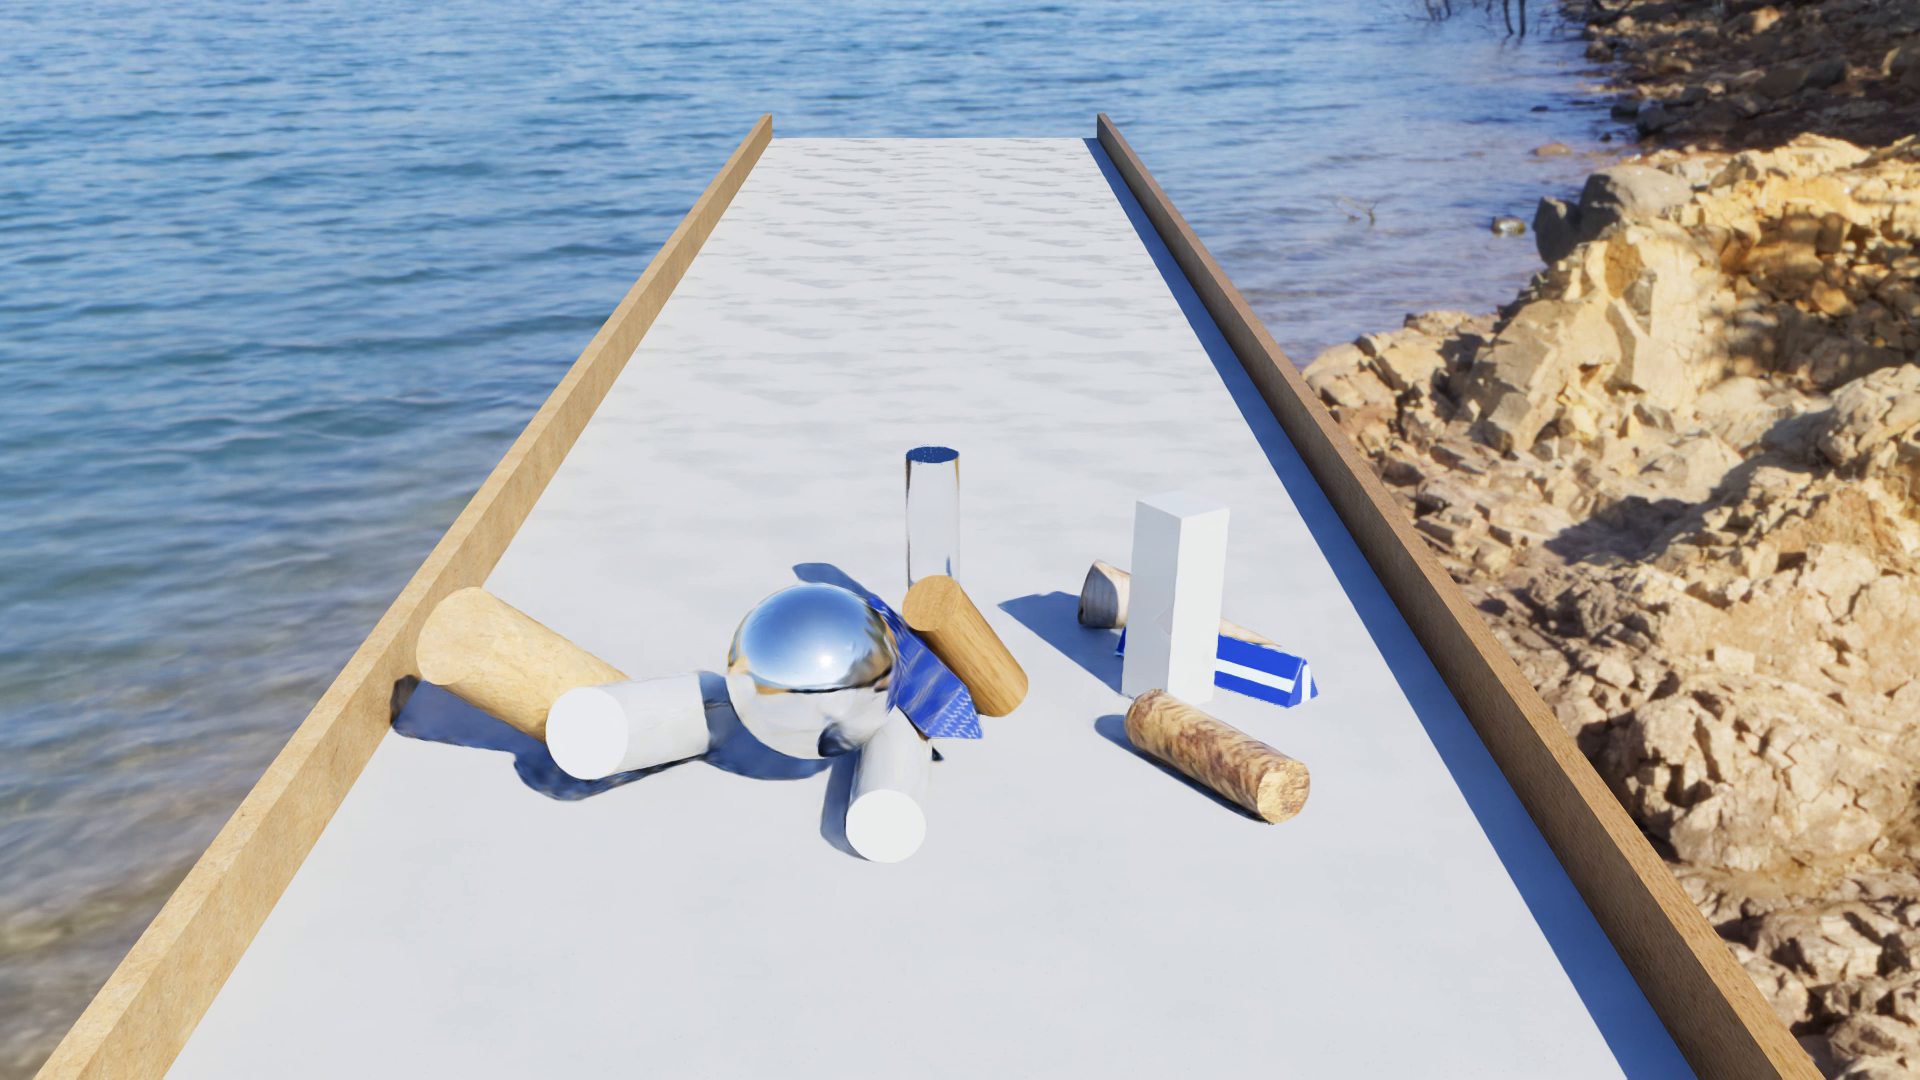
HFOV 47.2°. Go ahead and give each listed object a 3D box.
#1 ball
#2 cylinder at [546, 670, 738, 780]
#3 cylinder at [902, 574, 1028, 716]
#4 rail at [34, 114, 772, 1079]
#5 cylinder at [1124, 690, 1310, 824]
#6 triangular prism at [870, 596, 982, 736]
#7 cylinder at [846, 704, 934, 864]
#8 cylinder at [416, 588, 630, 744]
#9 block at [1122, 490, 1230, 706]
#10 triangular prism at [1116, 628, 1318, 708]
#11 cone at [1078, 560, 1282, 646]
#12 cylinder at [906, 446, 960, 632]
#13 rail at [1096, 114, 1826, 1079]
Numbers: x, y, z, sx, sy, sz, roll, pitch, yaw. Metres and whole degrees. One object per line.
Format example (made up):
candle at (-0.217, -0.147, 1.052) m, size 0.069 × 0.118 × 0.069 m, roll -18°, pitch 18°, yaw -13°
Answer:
ball at (-0.245, 0.219, 3.675) m, size 0.295 × 0.295 × 0.295 m, roll 0°, pitch 17°, yaw 0°
cylinder at (-0.532, 0.309, 3.742) m, size 0.151 × 0.151 × 0.418 m, roll 6°, pitch 2°, yaw 19°
cylinder at (0.013, 0.196, 4.009) m, size 0.115 × 0.335 × 0.115 m, roll -12°, pitch 55°, yaw 18°
rail at (-1.118, -0.838, 7.780) m, size 0.050 × 0.150 × 12.000 m, roll 0°, pitch 17°, yaw -1°
cylinder at (0.439, 0.368, 3.792) m, size 0.112 × 0.112 × 0.383 m, roll -9°, pitch 19°, yaw -29°
triangular prism at (-0.083, 0.216, 3.891) m, size 0.108 × 0.093 × 0.427 m, roll 4°, pitch 18°, yaw -25°
cylinder at (-0.114, 0.389, 3.695) m, size 0.127 × 0.127 × 0.451 m, roll 0°, pitch 17°, yaw 1°
cylinder at (-0.738, 0.237, 3.782) m, size 0.176 × 0.176 × 0.376 m, roll 13°, pitch -17°, yaw 38°
block at (0.405, 0.115, 4.142) m, size 0.123 × 0.390 × 0.123 m, roll -13°, pitch 25°, yaw -36°
triangular prism at (0.500, 0.223, 4.317) m, size 0.426 × 0.086 × 0.099 m, roll 16°, pitch 23°, yaw 42°
cone at (0.468, 0.163, 4.555) m, size 0.424 × 0.142 × 0.142 m, roll 16°, pitch 21°, yaw 17°
cylinder at (-0.053, 0.036, 4.336) m, size 0.105 × 0.432 × 0.105 m, roll 0°, pitch 21°, yaw 0°
rail at (0.932, -0.844, 7.801) m, size 0.050 × 0.150 × 12.000 m, roll 0°, pitch 17°, yaw -1°
